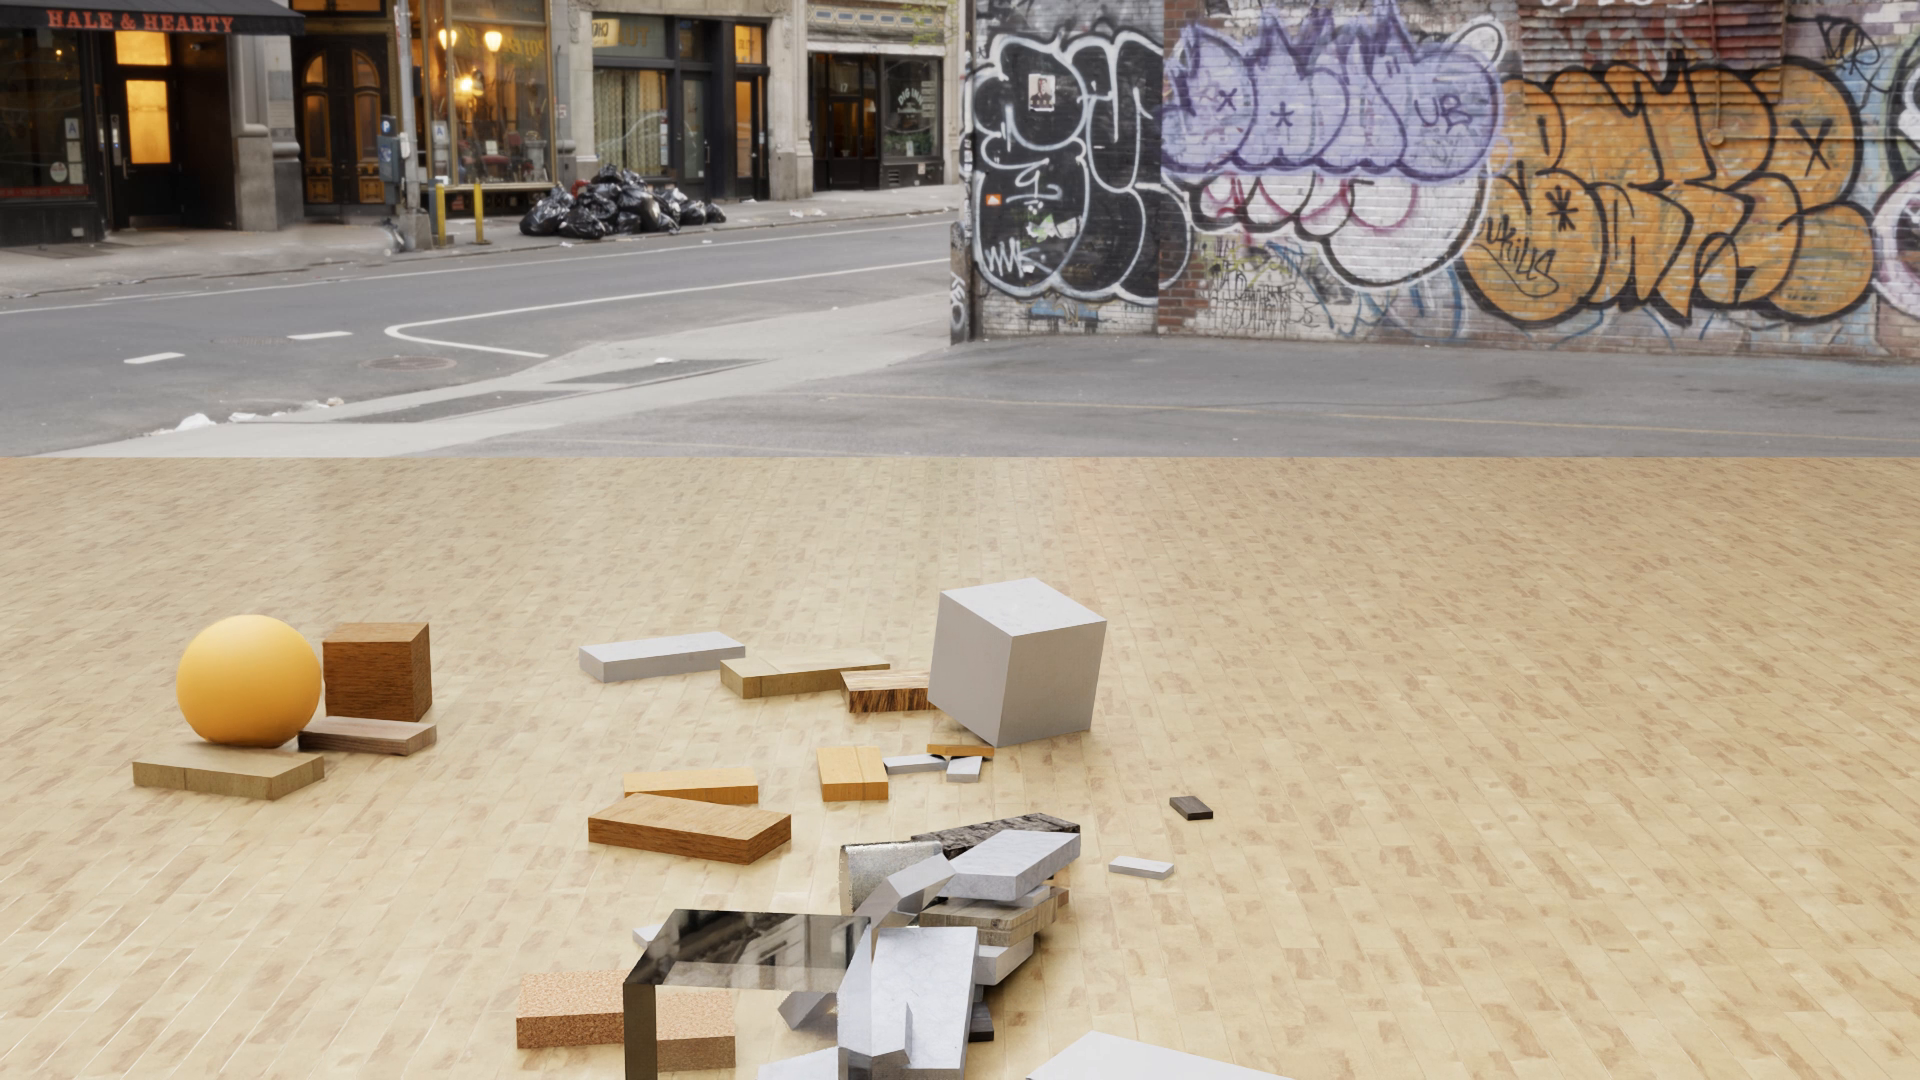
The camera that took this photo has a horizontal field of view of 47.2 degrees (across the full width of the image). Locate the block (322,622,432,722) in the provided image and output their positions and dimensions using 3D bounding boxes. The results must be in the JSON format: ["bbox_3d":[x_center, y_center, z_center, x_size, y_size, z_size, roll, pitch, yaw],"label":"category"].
[{"bbox_3d":[-1.262,0.290,4.773,0.186,0.186,0.186,0,11,-2],"label":"block"}]

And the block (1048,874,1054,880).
[{"bbox_3d":[0.093,0.540,3.644,0.078,0.022,0.156,0,2,-17],"label":"block"}]

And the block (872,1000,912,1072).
[{"bbox_3d":[-0.157,0.674,2.918,0.187,0.027,0.094,-16,28,9],"label":"block"}]

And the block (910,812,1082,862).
[{"bbox_3d":[0.063,0.522,3.816,0.265,0.037,0.132,-6,6,-30],"label":"block"}]

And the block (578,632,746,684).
[{"bbox_3d":[-0.707,0.276,5.222,0.353,0.050,0.176,-6,12,-28],"label":"block"}]

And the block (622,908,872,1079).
[{"bbox_3d":[-0.257,0.631,2.740,0.258,0.258,0.258,1,11,6],"label":"block"}]

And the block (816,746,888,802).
[{"bbox_3d":[-0.212,0.455,4.298,0.125,0.035,0.249,-1,11,-6],"label":"block"}]

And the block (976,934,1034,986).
[{"bbox_3d":[0.014,0.612,3.270,0.140,0.040,0.280,2,-1,13],"label":"block"}]

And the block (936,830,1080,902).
[{"bbox_3d":[0.079,0.515,3.501,0.132,0.037,0.406,1,2,17],"label":"block"}]

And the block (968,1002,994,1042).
[{"bbox_3d":[-0.020,0.680,3.087,0.126,0.018,0.063,-2,28,-10],"label":"block"}]

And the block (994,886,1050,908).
[{"bbox_3d":[0.097,0.549,3.399,0.060,0.017,0.121,2,-1,15],"label":"block"}]

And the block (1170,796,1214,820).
[{"bbox_3d":[0.432,0.501,4.110,0.050,0.014,0.101,-3,11,-14],"label":"block"}]

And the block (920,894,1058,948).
[{"bbox_3d":[0.047,0.575,3.358,0.140,0.040,0.280,2,-1,17],"label":"block"}]

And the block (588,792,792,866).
[{"bbox_3d":[-0.484,0.516,3.942,0.324,0.046,0.162,5,11,23],"label":"block"}]

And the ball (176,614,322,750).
[{"bbox_3d":[-1.445,0.293,4.474,0.282,0.282,0.282,0,11,0],"label":"ball"}]

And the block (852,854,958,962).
[{"bbox_3d":[-0.126,0.564,3.203,0.037,0.265,0.132,51,33,18],"label":"block"}]

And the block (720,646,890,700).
[{"bbox_3d":[-0.357,0.305,5.067,0.353,0.050,0.176,-4,11,-22],"label":"block"}]

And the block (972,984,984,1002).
[{"bbox_3d":[-0.001,0.670,3.190,0.063,0.018,0.126,1,11,5],"label":"block"}]

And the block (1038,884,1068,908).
[{"bbox_3d":[0.102,0.594,3.585,0.078,0.022,0.156,8,13,35],"label":"block"}]

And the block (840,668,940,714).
[{"bbox_3d":[-0.012,0.331,4.929,0.495,0.050,0.176,-2,11,-9],"label":"block"}]

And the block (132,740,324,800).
[{"bbox_3d":[-1.430,0.449,4.302,0.324,0.046,0.162,4,11,19],"label":"block"}]

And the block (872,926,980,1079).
[{"bbox_3d":[-0.056,0.639,3.017,0.140,0.040,0.280,-2,31,7],"label":"block"}]

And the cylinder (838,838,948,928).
[{"bbox_3d":[-0.106,0.551,3.466,0.150,0.150,0.150,-2,11,-11],"label":"cylinder"}]

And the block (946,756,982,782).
[{"bbox_3d":[0.009,0.454,4.355,0.062,0.018,0.124,1,11,4],"label":"block"}]

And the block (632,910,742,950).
[{"bbox_3d":[-0.420,0.617,3.478,0.183,0.017,0.060,-6,12,-29],"label":"block"}]

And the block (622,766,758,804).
[{"bbox_3d":[-0.515,0.474,4.199,0.249,0.035,0.125,-2,11,-10],"label":"block"}]

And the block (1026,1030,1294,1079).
[{"bbox_3d":[0.282,0.721,2.824,0.355,0.050,0.178,7,12,31],"label":"block"}]

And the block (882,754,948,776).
[{"bbox_3d":[-0.092,0.447,4.390,0.124,0.018,0.062,-3,11,-17],"label":"block"}]

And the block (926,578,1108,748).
[{"bbox_3d":[0.118,0.255,4.657,0.252,0.252,0.252,-8,25,-36],"label":"block"}]

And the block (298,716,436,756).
[{"bbox_3d":[-1.229,0.406,4.562,0.249,0.035,0.125,3,11,16],"label":"block"}]

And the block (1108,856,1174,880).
[{"bbox_3d":[0.312,0.563,3.776,0.101,0.014,0.050,5,12,26],"label":"block"}]

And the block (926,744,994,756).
[{"bbox_3d":[0.001,0.424,4.434,0.124,0.018,0.062,5,-2,-37],"label":"block"}]

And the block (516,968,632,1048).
[{"bbox_3d":[-0.464,0.664,3.144,0.324,0.046,0.162,-1,11,-8],"label":"block"}]
